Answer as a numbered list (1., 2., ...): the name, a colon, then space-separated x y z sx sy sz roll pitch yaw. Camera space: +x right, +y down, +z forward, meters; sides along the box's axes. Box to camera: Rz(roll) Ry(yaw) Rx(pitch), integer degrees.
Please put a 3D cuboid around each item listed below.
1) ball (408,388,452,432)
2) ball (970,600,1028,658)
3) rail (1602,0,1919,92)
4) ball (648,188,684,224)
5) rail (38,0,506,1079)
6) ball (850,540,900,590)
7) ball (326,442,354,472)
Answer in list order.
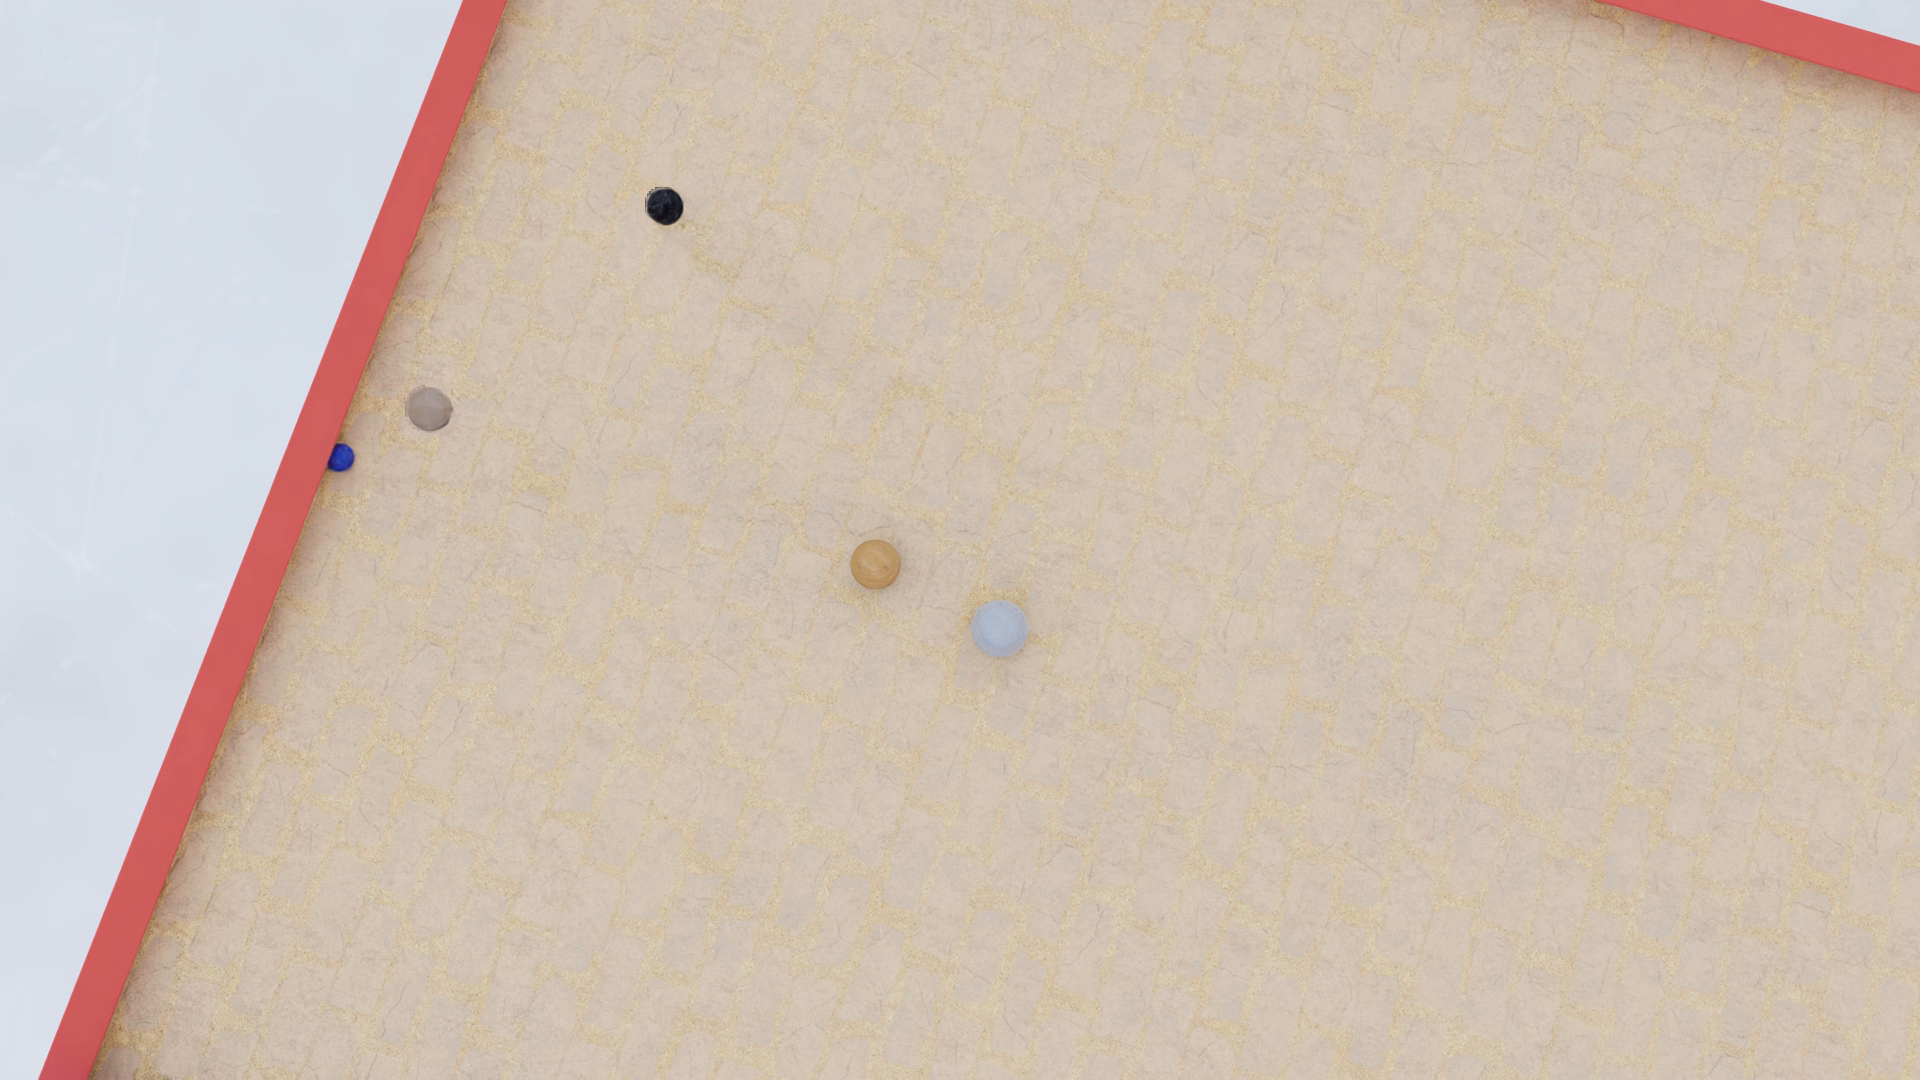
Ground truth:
1. ball: -0.808 -0.199 3.353 0.067 0.067 0.067 0 78 0
2. ball: 0.059 0.132 3.272 0.086 0.086 0.086 0 78 0
3. rail: 1.291 -0.787 3.456 3.957 0.112 0.045 17 78 4
4. ball: -0.459 -0.520 3.427 0.057 0.057 0.057 0 78 0
5. rail: -0.921 -0.290 3.348 0.045 0.112 2.352 17 78 4
6. ball: -0.127 0.037 3.297 0.076 0.076 0.076 0 78 0
7. ball: -0.945 -0.126 3.349 0.044 0.044 0.044 0 78 0
